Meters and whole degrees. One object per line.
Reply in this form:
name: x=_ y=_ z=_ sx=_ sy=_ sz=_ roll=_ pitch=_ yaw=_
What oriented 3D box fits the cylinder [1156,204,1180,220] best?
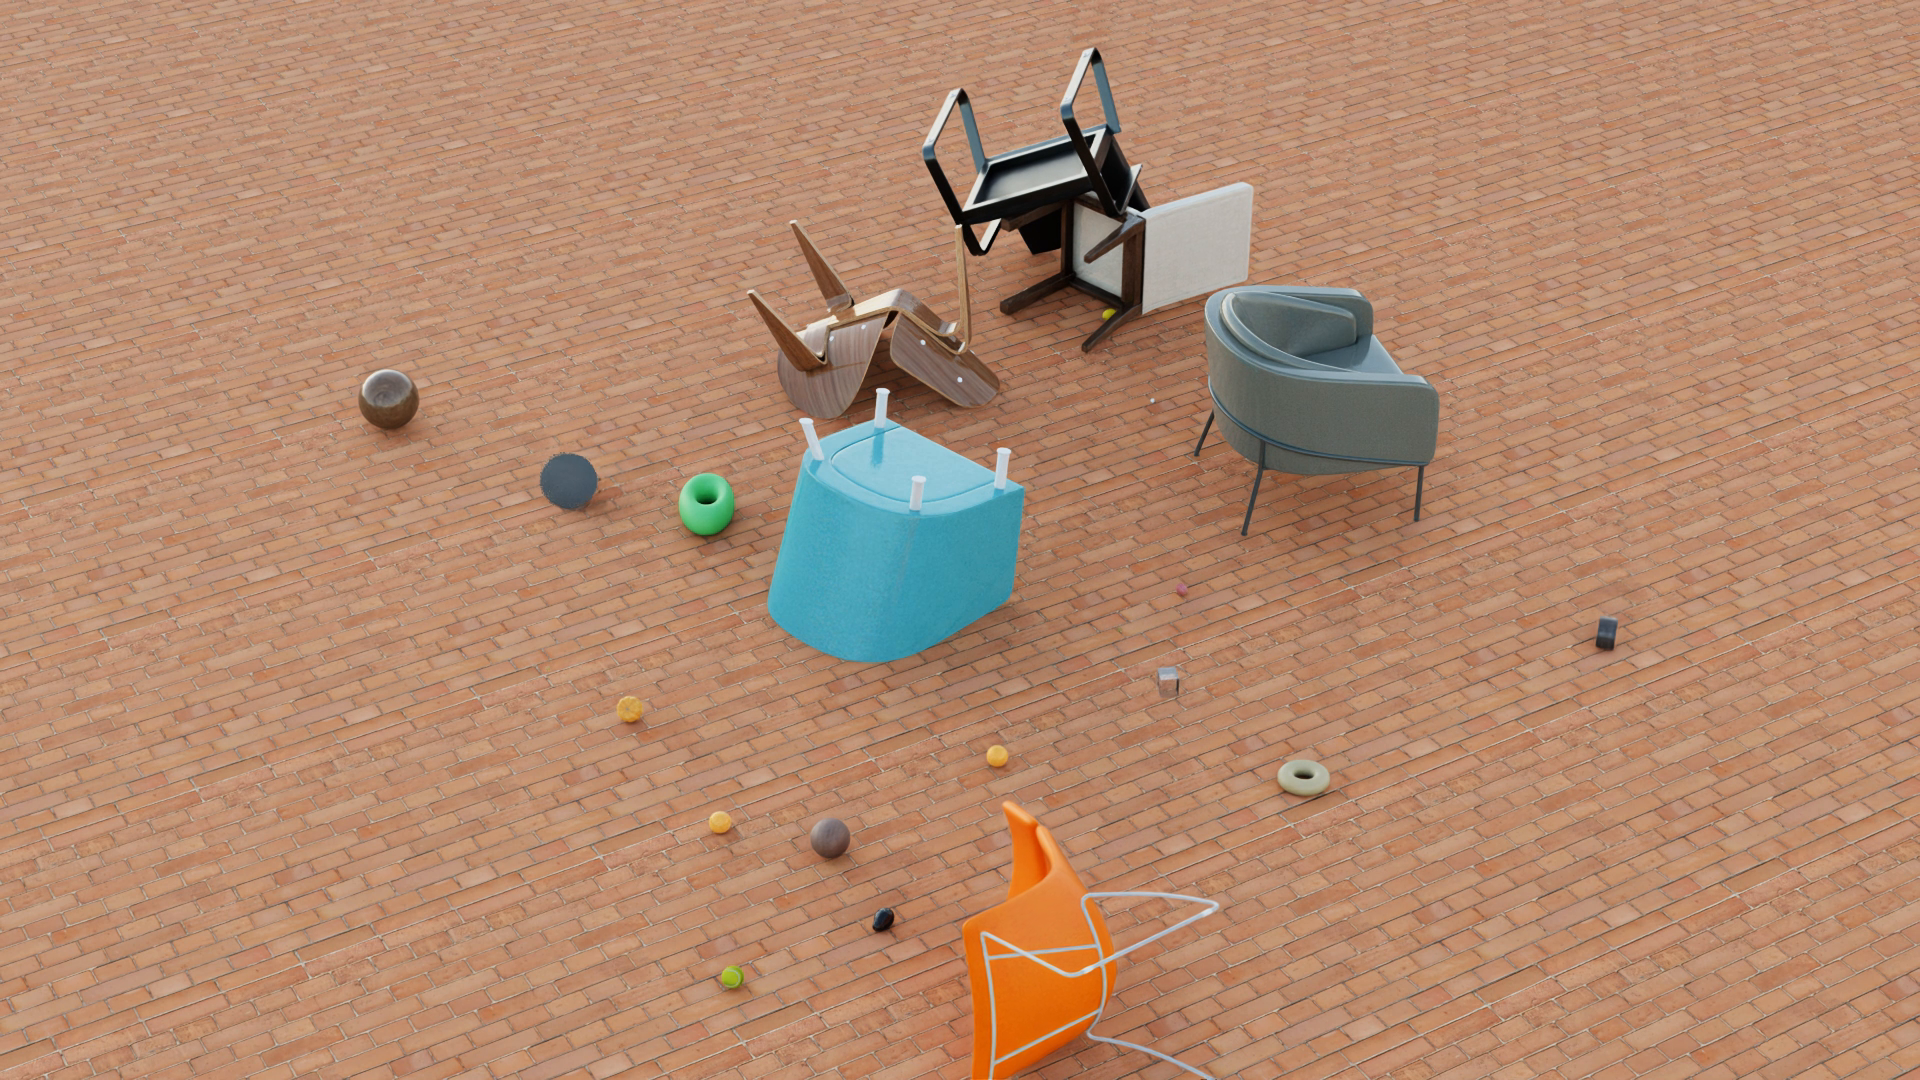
cylinder: x=0.932 y=-1.467 z=13.126 sx=0.087 sy=0.049 sz=0.057 roll=-20 pitch=48 yaw=-27

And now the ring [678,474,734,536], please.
ring: x=-0.954 y=-0.135 z=11.045 sx=0.211 sy=0.116 sz=0.343 roll=0 pitch=32 yaw=-3

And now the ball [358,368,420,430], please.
ball: x=-2.255 y=-0.556 z=11.571 sx=0.240 sy=0.240 sz=0.240 roll=0 pitch=33 yaw=0

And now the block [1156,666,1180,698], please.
block: x=0.718 y=0.492 z=10.129 sx=0.064 sy=0.077 sz=0.072 roll=-4 pitch=34 yaw=-6

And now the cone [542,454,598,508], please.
cone: x=-1.438 y=-0.234 z=11.210 sx=0.242 sy=0.211 sz=0.231 roll=-8 pitch=3 yaw=23

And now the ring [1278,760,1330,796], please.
ring: x=1.137 y=0.786 z=9.701 sx=0.176 sy=0.057 sz=0.156 roll=3 pitch=35 yaw=5
